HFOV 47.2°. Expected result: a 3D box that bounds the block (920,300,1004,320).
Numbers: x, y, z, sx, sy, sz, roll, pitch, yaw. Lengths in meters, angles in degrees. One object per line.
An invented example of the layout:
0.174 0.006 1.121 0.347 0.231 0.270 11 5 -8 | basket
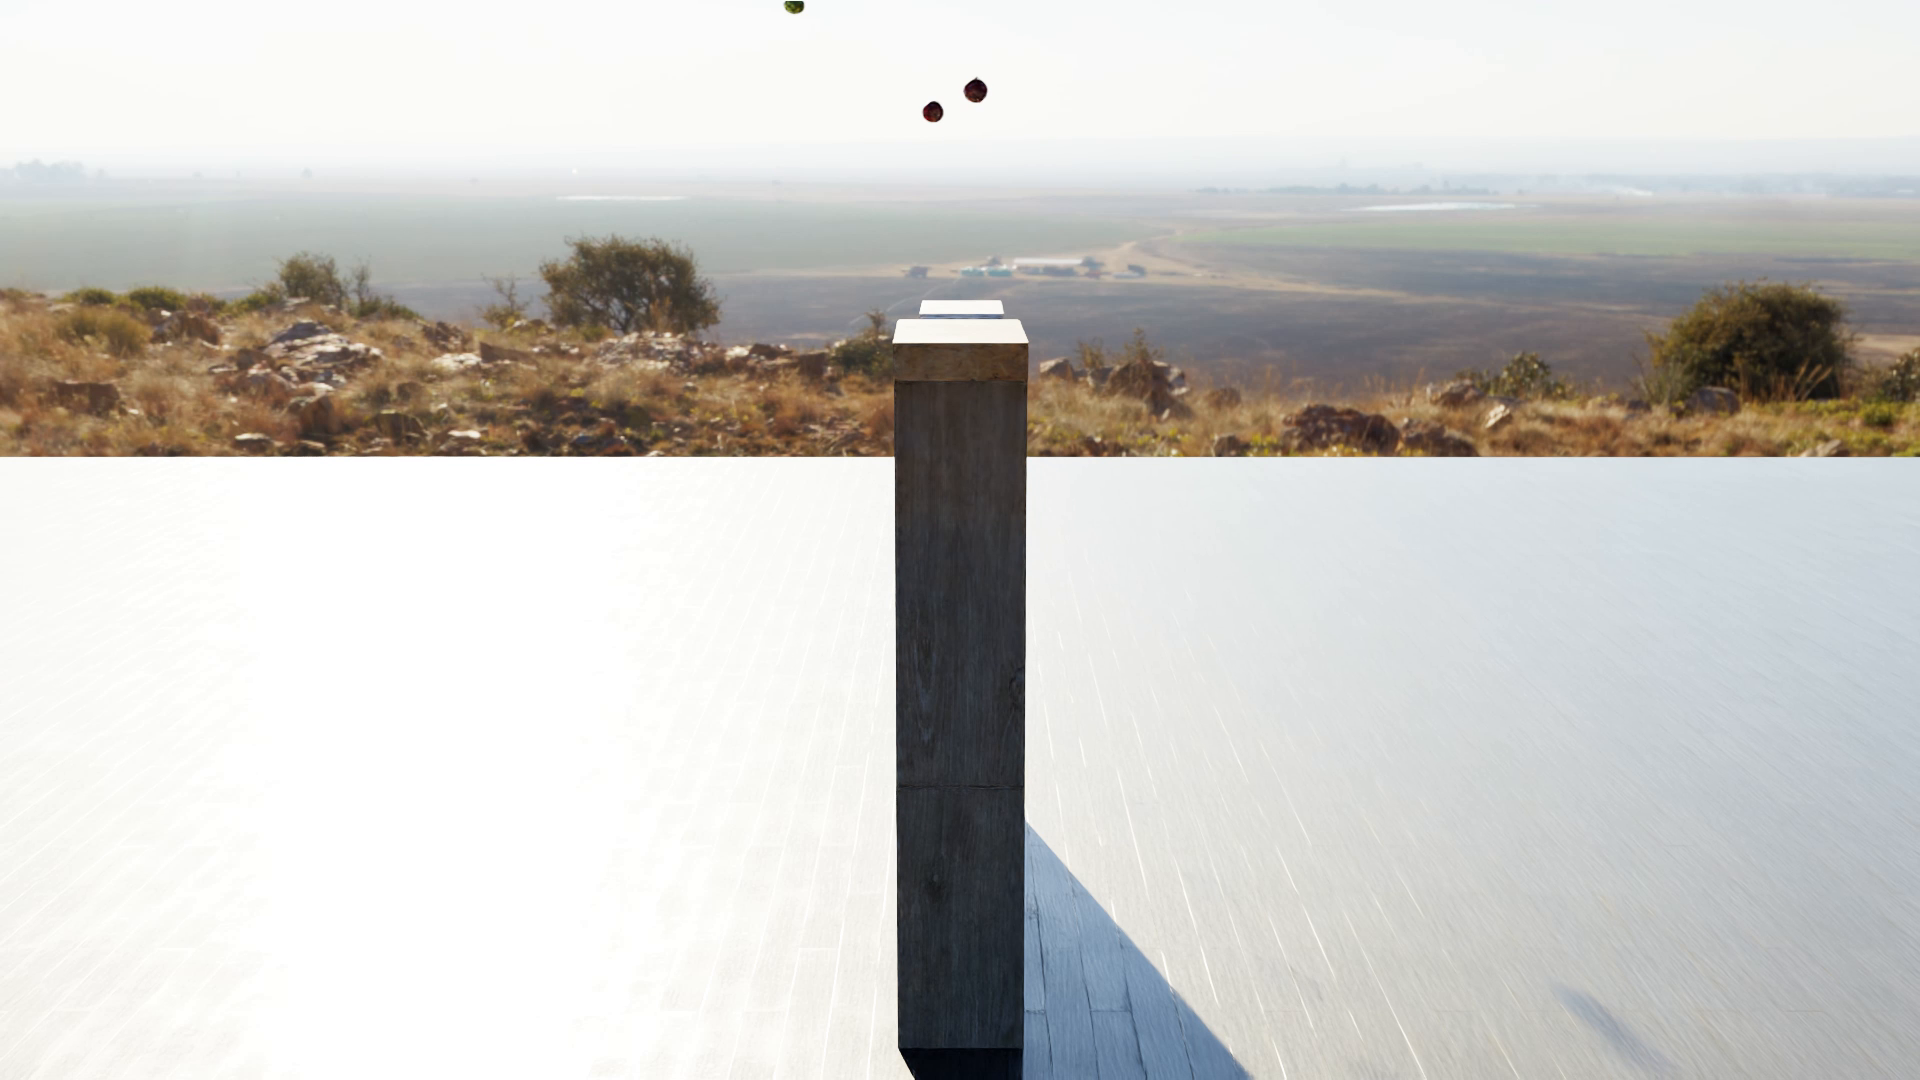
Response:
0.003 -0.356 3.535 0.130 0.037 0.260 0 11 0 | block

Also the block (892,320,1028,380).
-0.001 -0.262 3.014 0.175 0.050 0.350 0 11 0 | block

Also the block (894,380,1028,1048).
0.001 0.242 2.990 0.175 0.933 0.050 0 11 0 | block
